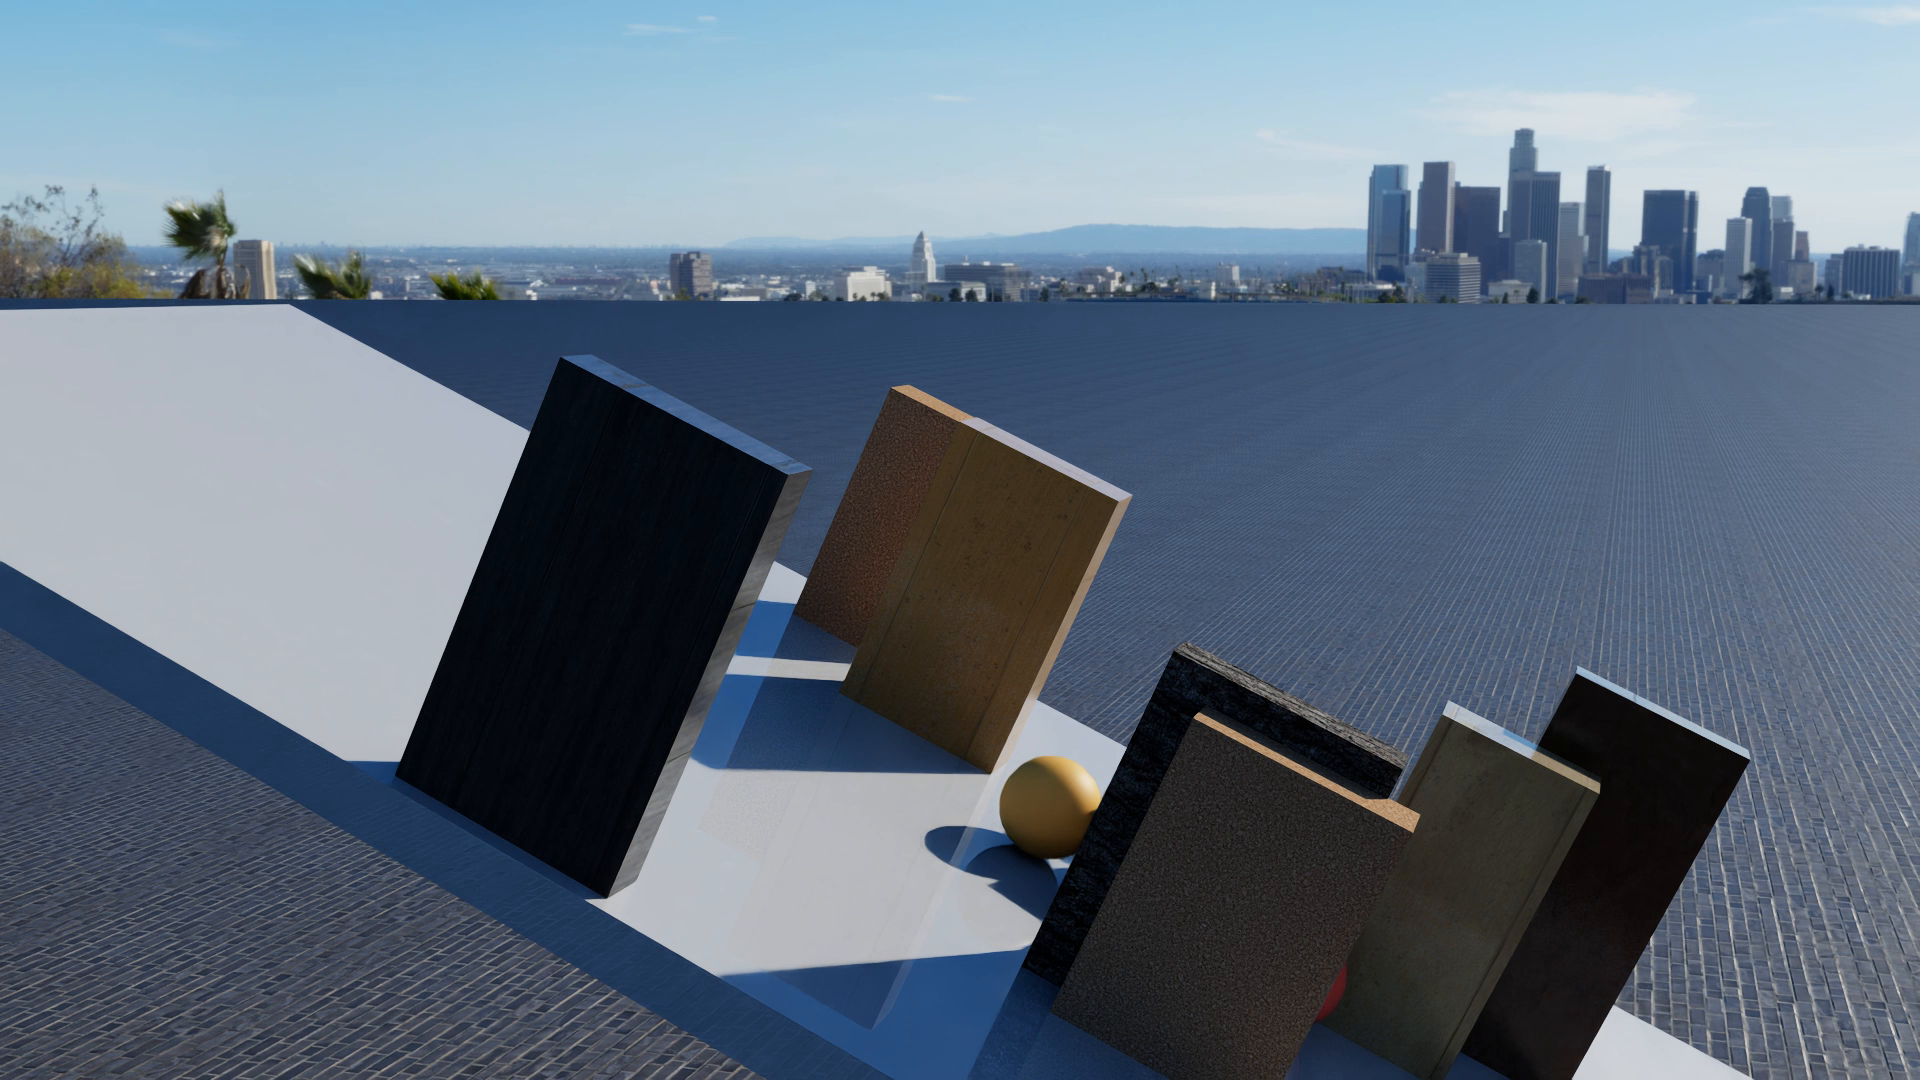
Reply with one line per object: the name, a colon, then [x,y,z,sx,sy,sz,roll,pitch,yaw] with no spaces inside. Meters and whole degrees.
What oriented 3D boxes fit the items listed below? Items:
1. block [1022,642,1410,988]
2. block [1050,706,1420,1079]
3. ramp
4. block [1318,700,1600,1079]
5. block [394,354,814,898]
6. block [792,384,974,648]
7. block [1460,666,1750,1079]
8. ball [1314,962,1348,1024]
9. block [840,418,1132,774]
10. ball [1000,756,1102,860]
block: [0.411,0.526,3.583,0.402,0.598,0.101,27,14,12]
block: [0.431,0.593,3.480,0.373,0.543,0.116,27,14,12]
ramp: [-0.269,0.459,4.173,4.000,0.100,2.000,27,14,12]
block: [0.866,0.633,3.936,0.295,0.610,0.131,27,14,12]
block: [-0.534,0.127,3.254,0.386,0.700,0.099,27,14,12]
block: [-0.131,-0.033,4.877,0.260,0.559,0.125,27,14,12]
block: [1.125,0.640,4.073,0.334,0.741,0.084,27,14,12]
ball: [0.589,0.764,3.874,0.185,0.185,0.185,0,7,0]
block: [0.049,0.112,4.492,0.361,0.623,0.126,27,14,12]
ball: [0.170,0.503,4.129,0.194,0.194,0.194,0,7,0]
